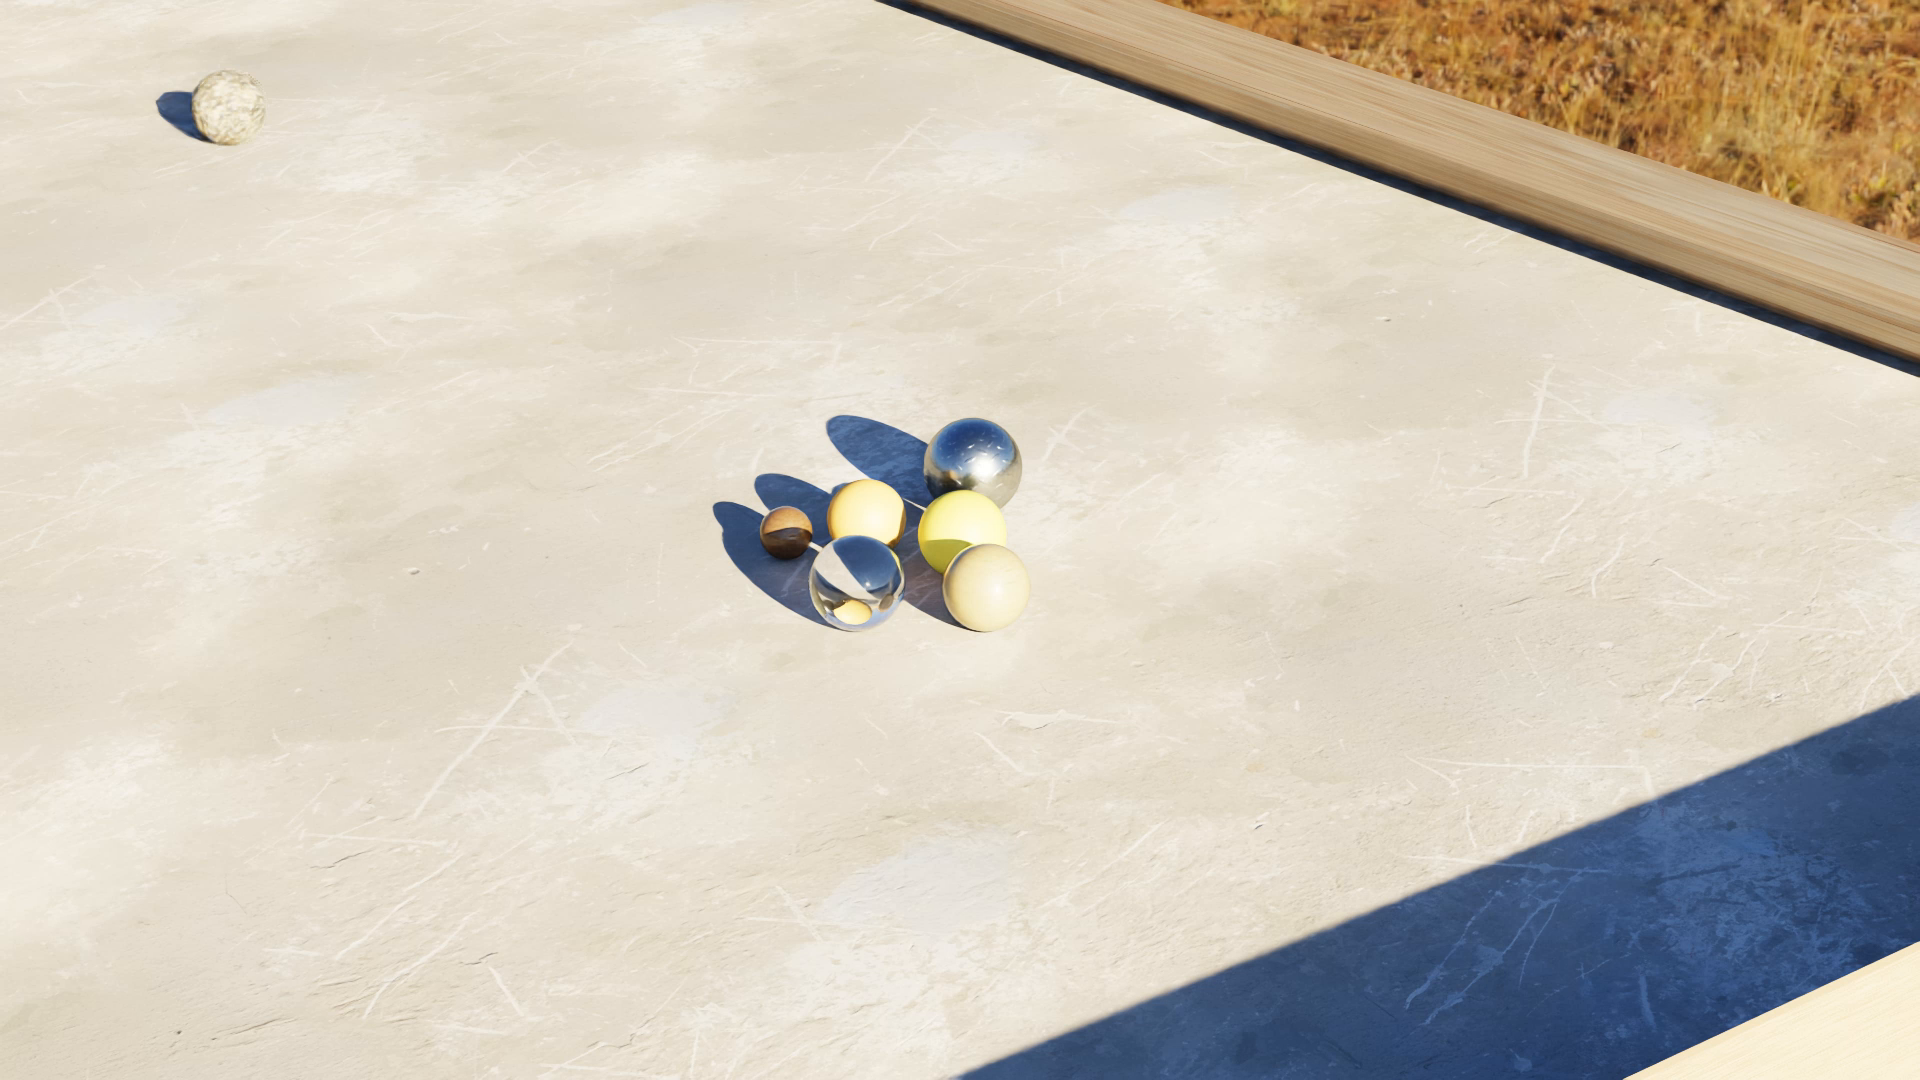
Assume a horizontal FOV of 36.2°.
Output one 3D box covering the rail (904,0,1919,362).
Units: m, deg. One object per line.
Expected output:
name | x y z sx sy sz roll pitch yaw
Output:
rail | 0.294 -0.533 3.371 0.045 0.107 3.462 -16 29 -31

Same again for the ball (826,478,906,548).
ball | -0.072 -0.016 2.273 0.062 0.062 0.062 0 24 0

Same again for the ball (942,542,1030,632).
ball | 0.019 0.035 2.155 0.065 0.065 0.065 0 24 0

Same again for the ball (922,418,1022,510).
ball | 0.010 -0.058 2.344 0.080 0.080 0.080 0 24 0

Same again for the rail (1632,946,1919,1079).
rail | 0.480 0.262 1.592 1.962 0.107 0.045 -16 29 -31

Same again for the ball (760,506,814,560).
ball | -0.134 -0.005 2.274 0.042 0.042 0.042 0 24 0

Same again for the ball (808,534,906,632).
ball | -0.075 0.031 2.155 0.072 0.072 0.072 0 24 0

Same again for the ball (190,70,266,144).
ball | -0.820 -0.484 3.294 0.083 0.083 0.083 0 24 0

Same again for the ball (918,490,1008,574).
ball | 0.002 -0.004 2.238 0.068 0.068 0.068 0 24 0
